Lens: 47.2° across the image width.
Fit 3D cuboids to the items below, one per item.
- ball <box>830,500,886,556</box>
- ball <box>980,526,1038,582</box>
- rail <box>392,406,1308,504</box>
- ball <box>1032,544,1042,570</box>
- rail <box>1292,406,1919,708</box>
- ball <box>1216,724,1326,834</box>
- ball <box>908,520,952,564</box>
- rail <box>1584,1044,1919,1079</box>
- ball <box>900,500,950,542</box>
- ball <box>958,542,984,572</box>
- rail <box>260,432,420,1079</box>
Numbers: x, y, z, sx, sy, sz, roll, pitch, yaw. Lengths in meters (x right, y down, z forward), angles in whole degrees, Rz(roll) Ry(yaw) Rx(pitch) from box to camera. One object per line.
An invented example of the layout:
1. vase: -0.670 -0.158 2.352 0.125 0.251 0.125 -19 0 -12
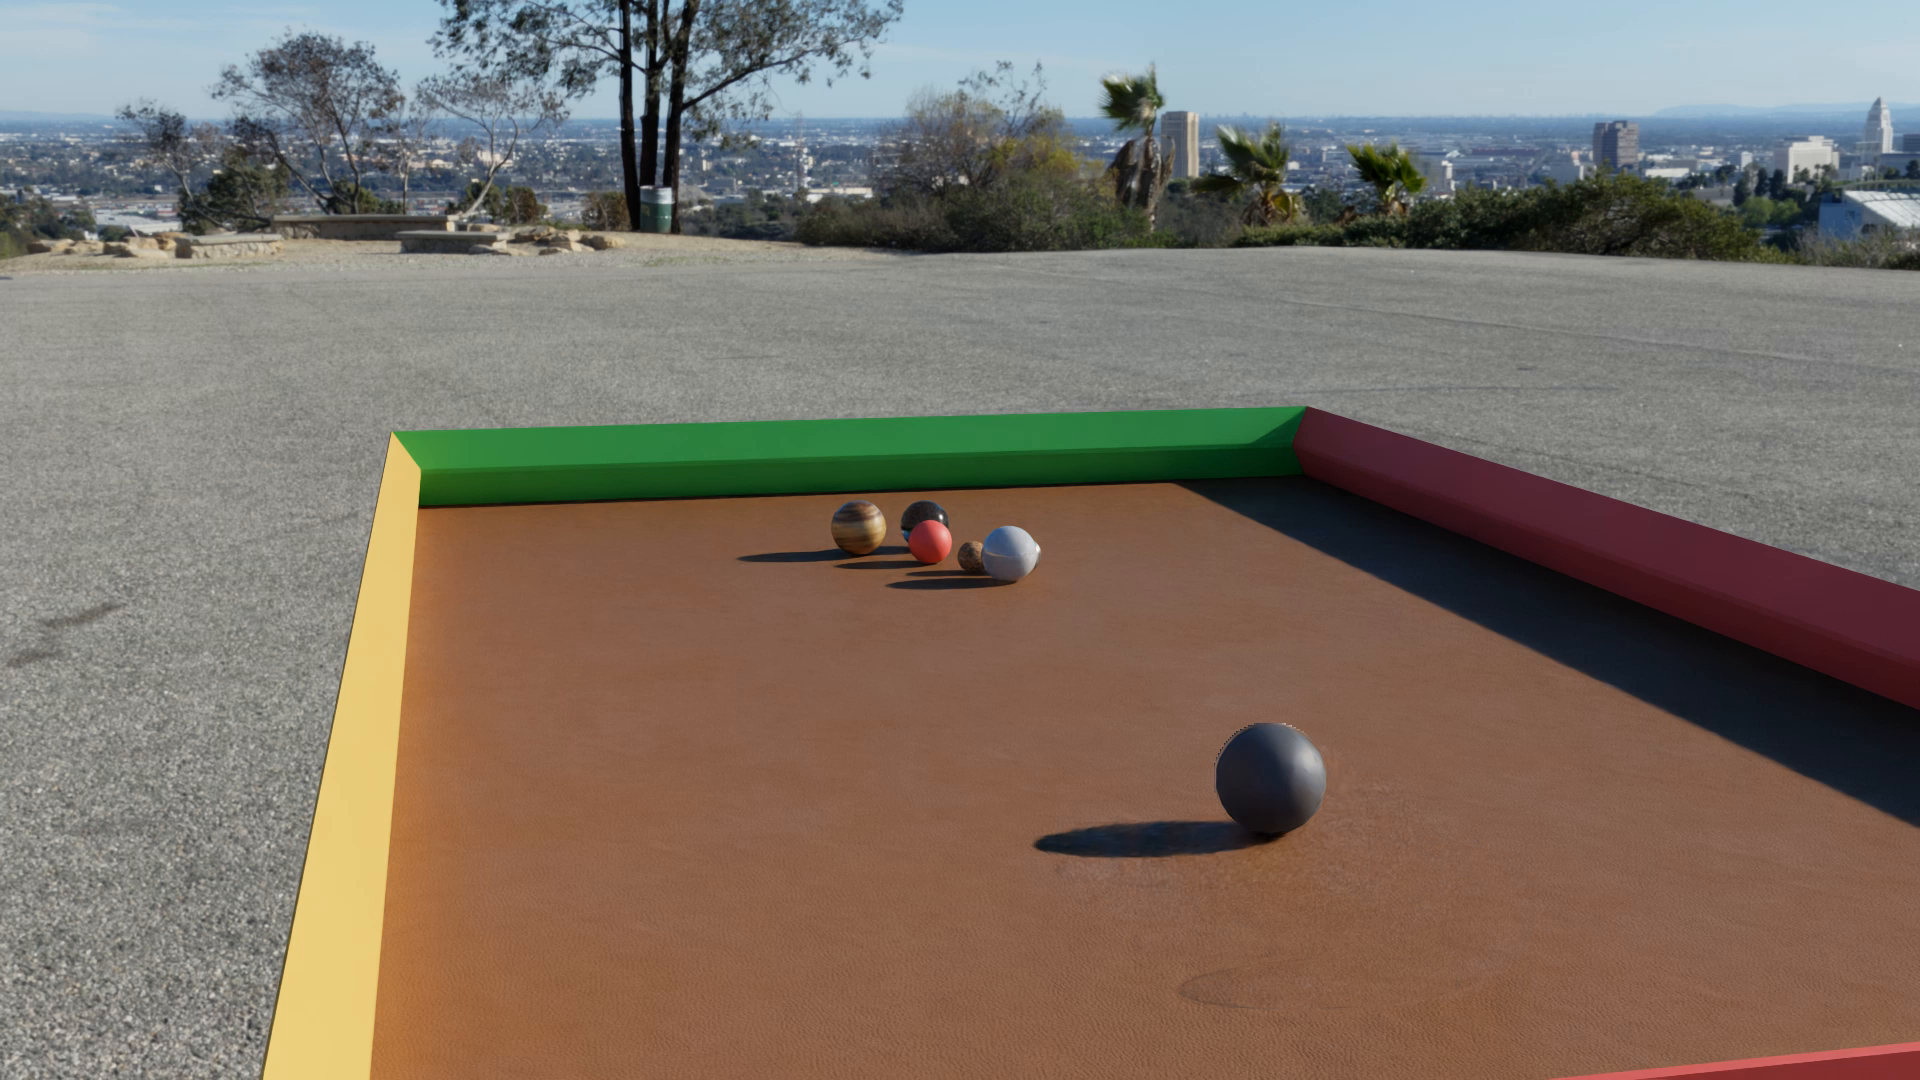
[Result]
1. ball: -0.145 -0.018 3.149 0.079 0.079 0.079 0 10 0
2. ball: 0.066 0.019 2.956 0.076 0.076 0.076 0 10 0
3. rail: -0.147 -0.143 3.722 1.581 0.121 0.045 -2 10 -13
4. ball: 0.089 0.021 3.028 0.047 0.047 0.047 0 10 0
5. rail: 0.899 0.057 2.607 0.045 0.121 2.724 -2 10 -13
6. ball: 0.265 0.204 1.871 0.093 0.093 0.093 0 10 0
7. ball: -0.042 0.003 3.087 0.061 0.061 0.061 0 10 0
8. rail: 0.451 0.317 1.154 1.581 0.121 0.045 -2 10 -13
9. ball: -0.051 -0.022 3.195 0.072 0.072 0.072 0 10 0
10. ball: 0.018 0.023 3.024 0.043 0.043 0.043 0 10 0
11. rail: -0.596 0.117 2.270 0.045 0.121 2.724 -2 10 -13
